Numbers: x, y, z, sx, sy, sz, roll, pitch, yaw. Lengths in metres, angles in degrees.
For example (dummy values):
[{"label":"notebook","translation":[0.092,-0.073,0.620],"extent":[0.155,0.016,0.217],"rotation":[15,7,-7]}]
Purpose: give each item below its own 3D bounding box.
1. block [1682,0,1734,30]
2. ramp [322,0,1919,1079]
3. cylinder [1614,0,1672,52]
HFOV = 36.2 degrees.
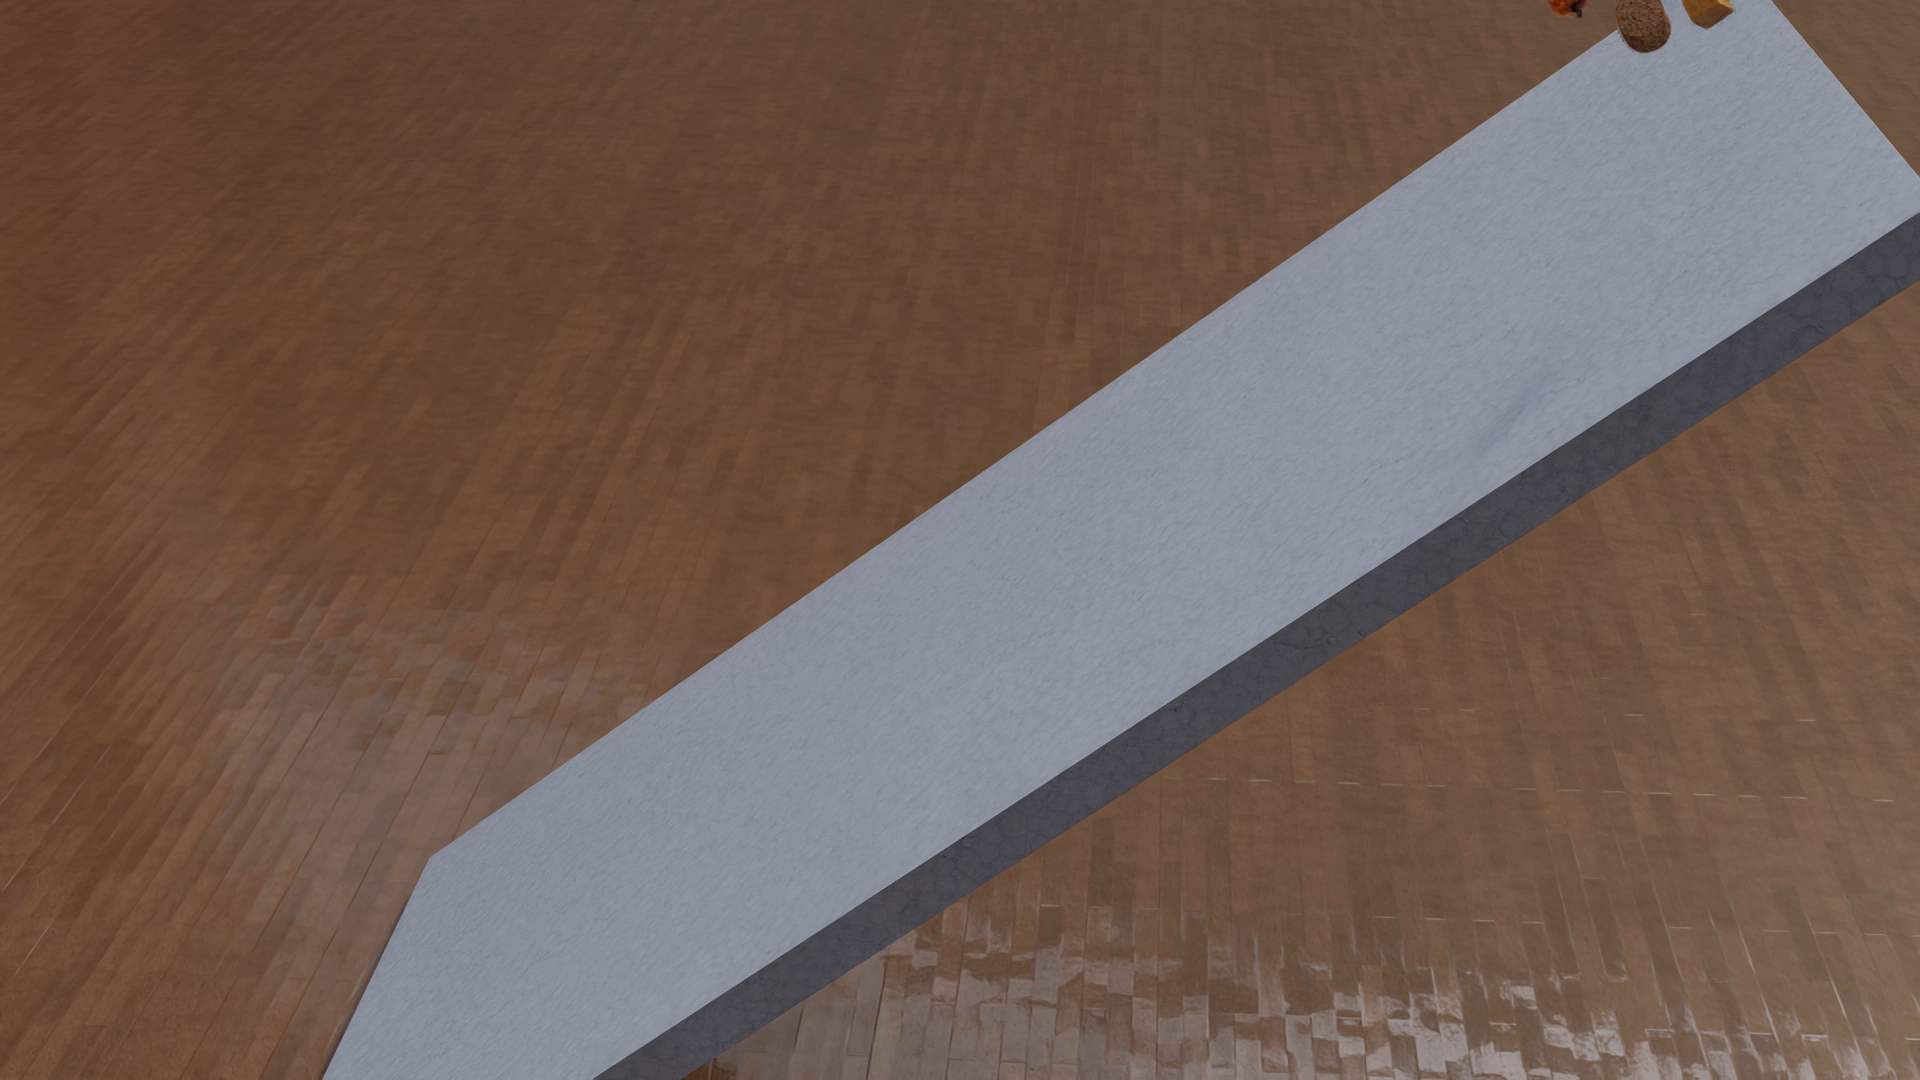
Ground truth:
[{"label":"block","translation":[1.370,-0.985,5.397],"extent":[0.060,0.060,0.060],"rotation":[-34,-28,33]},{"label":"ramp","translation":[0.127,0.180,6.326],"extent":[4.000,0.100,2.000],"rotation":[-35,16,17]},{"label":"cylinder","translation":[1.283,-0.972,5.522],"extent":[0.089,0.089,0.089],"rotation":[11,-6,25]}]
